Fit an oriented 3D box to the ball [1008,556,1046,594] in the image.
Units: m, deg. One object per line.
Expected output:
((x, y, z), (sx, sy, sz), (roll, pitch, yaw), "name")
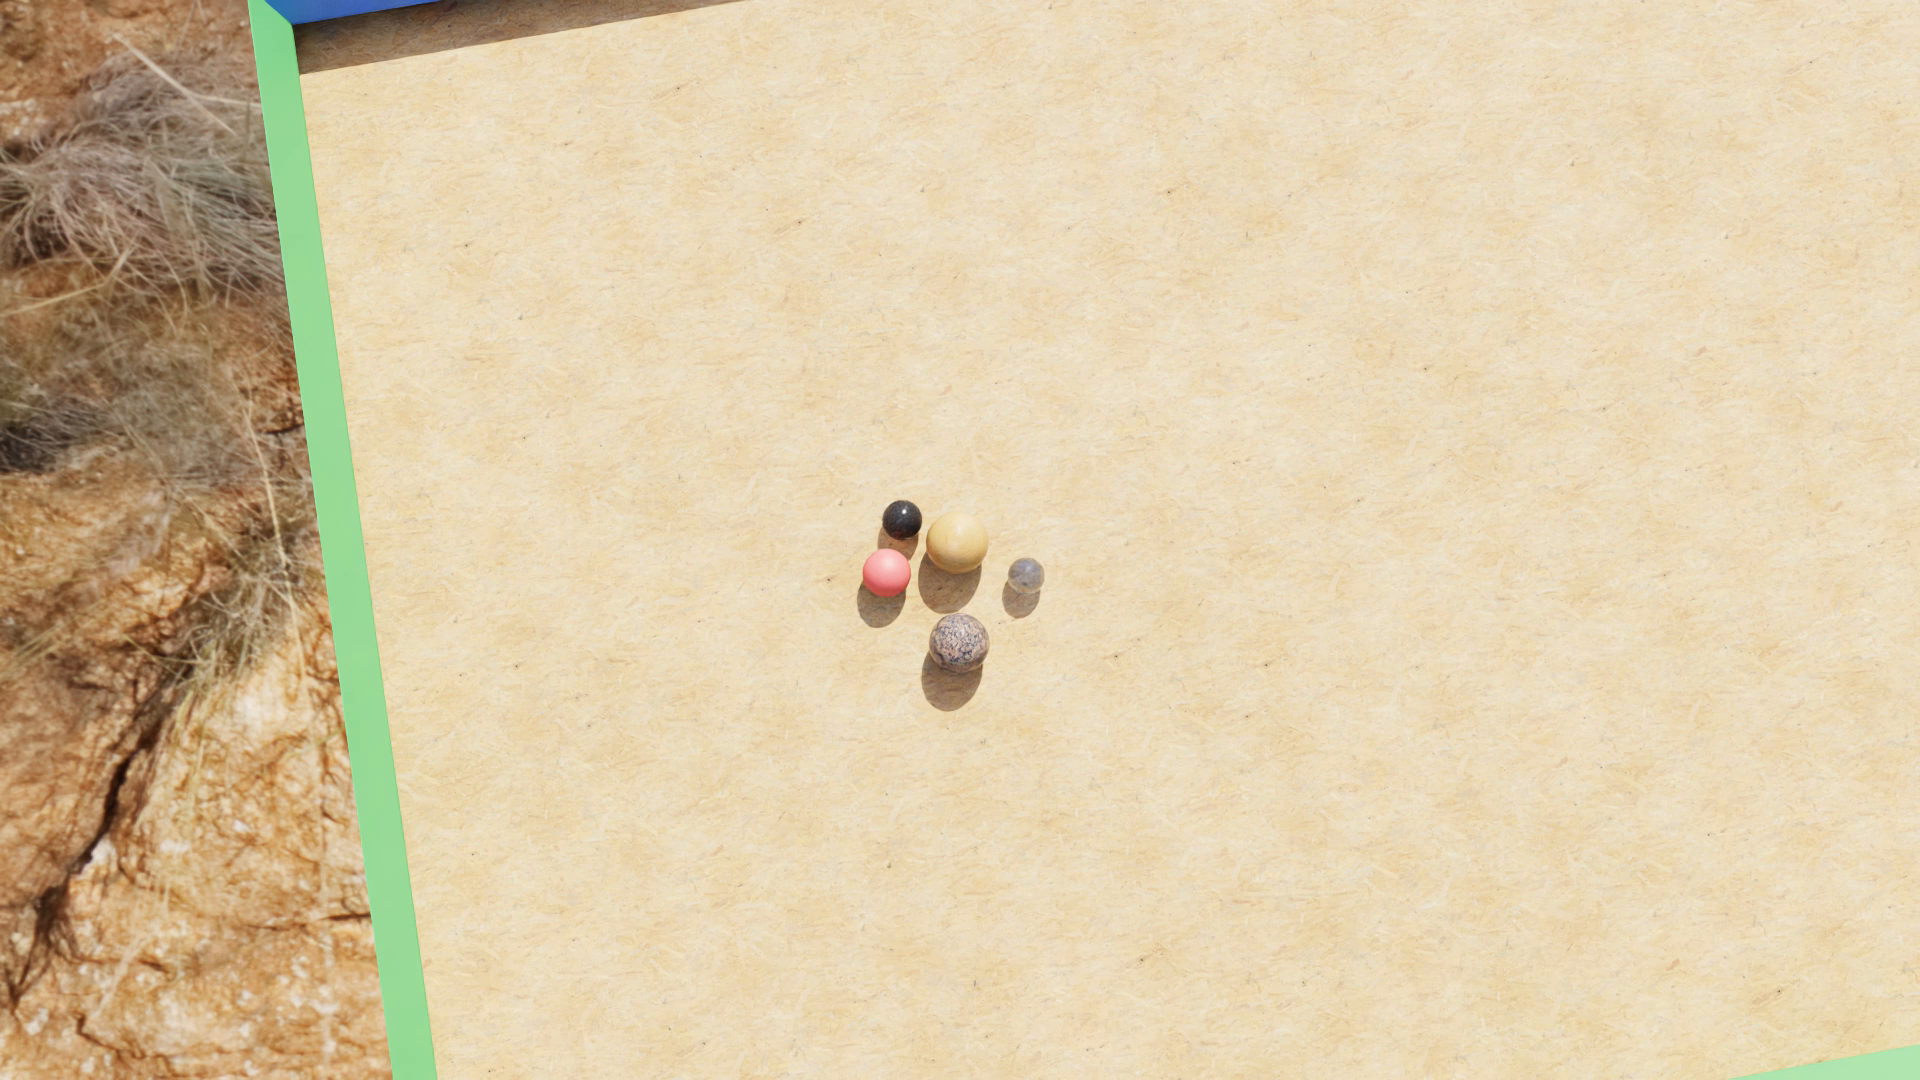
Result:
((0.099, 0.053, 3.267), (0.057, 0.057, 0.057), (0, 82, 0), "ball")

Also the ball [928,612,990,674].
((-0.001, 0.152, 3.236), (0.090, 0.090, 0.090), (0, 82, 0), "ball")

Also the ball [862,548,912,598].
((-0.109, 0.049, 3.260), (0.072, 0.072, 0.072), (0, 82, 0), "ball")

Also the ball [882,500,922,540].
((-0.086, -0.030, 3.277), (0.061, 0.061, 0.061), (0, 82, 0), "ball")

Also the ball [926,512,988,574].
((-0.004, 0.004, 3.255), (0.094, 0.094, 0.094), (0, 82, 0), "ball")

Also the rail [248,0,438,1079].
((-0.876, 0.149, 3.219), (0.045, 0.122, 2.004), (-10, 82, -1), "rail")

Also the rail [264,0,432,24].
((0.731, -1.114, 3.403), (3.654, 0.122, 0.045), (-10, 82, -1), "rail")

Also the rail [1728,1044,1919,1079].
((1.069, 0.794, 3.125), (3.654, 0.122, 0.045), (-10, 82, -1), "rail")
